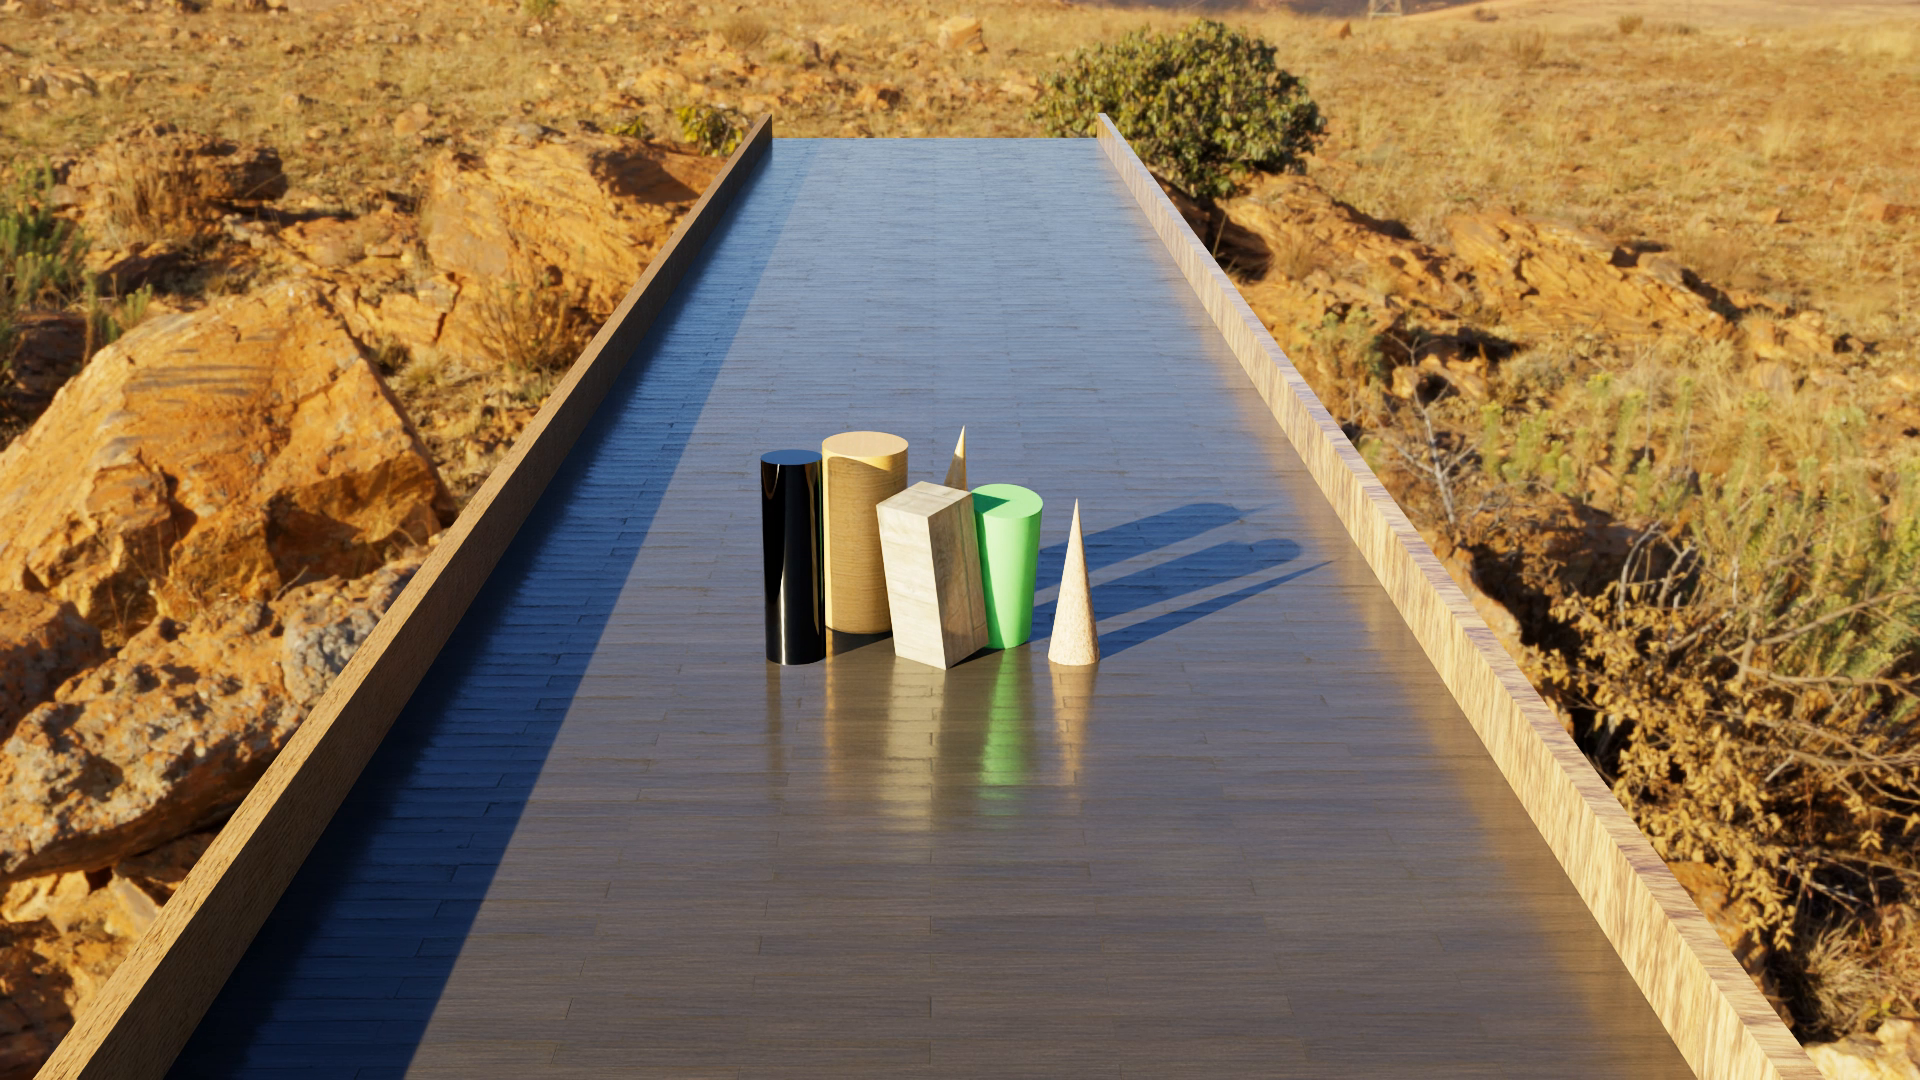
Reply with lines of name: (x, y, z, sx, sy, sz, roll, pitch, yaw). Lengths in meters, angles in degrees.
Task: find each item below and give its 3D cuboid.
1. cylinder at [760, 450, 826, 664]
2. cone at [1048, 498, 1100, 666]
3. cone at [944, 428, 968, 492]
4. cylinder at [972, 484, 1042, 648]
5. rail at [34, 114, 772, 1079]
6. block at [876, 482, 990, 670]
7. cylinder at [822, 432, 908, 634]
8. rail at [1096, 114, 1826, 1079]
cylinder: (-0.331, 0.034, 4.388, 0.122, 0.412, 0.122, 0, 17, 0)
cone: (0.231, 0.076, 4.390, 0.105, 0.332, 0.105, 0, 17, 0)
cone: (-0.019, -0.052, 4.678, 0.151, 0.393, 0.151, 8, 11, -2)
cylinder: (0.081, 0.054, 4.475, 0.151, 0.300, 0.151, 3, 28, -2)
rail: (-1.118, -0.838, 7.780, 0.050, 0.150, 12.000, 0, 17, -1)
block: (-0.053, 0.070, 4.382, 0.134, 0.331, 0.134, 14, 31, 39)
cylinder: (-0.199, -0.016, 4.586, 0.177, 0.386, 0.177, 1, 20, 0)
rail: (0.932, -0.844, 7.801, 0.050, 0.150, 12.000, 0, 17, -1)
